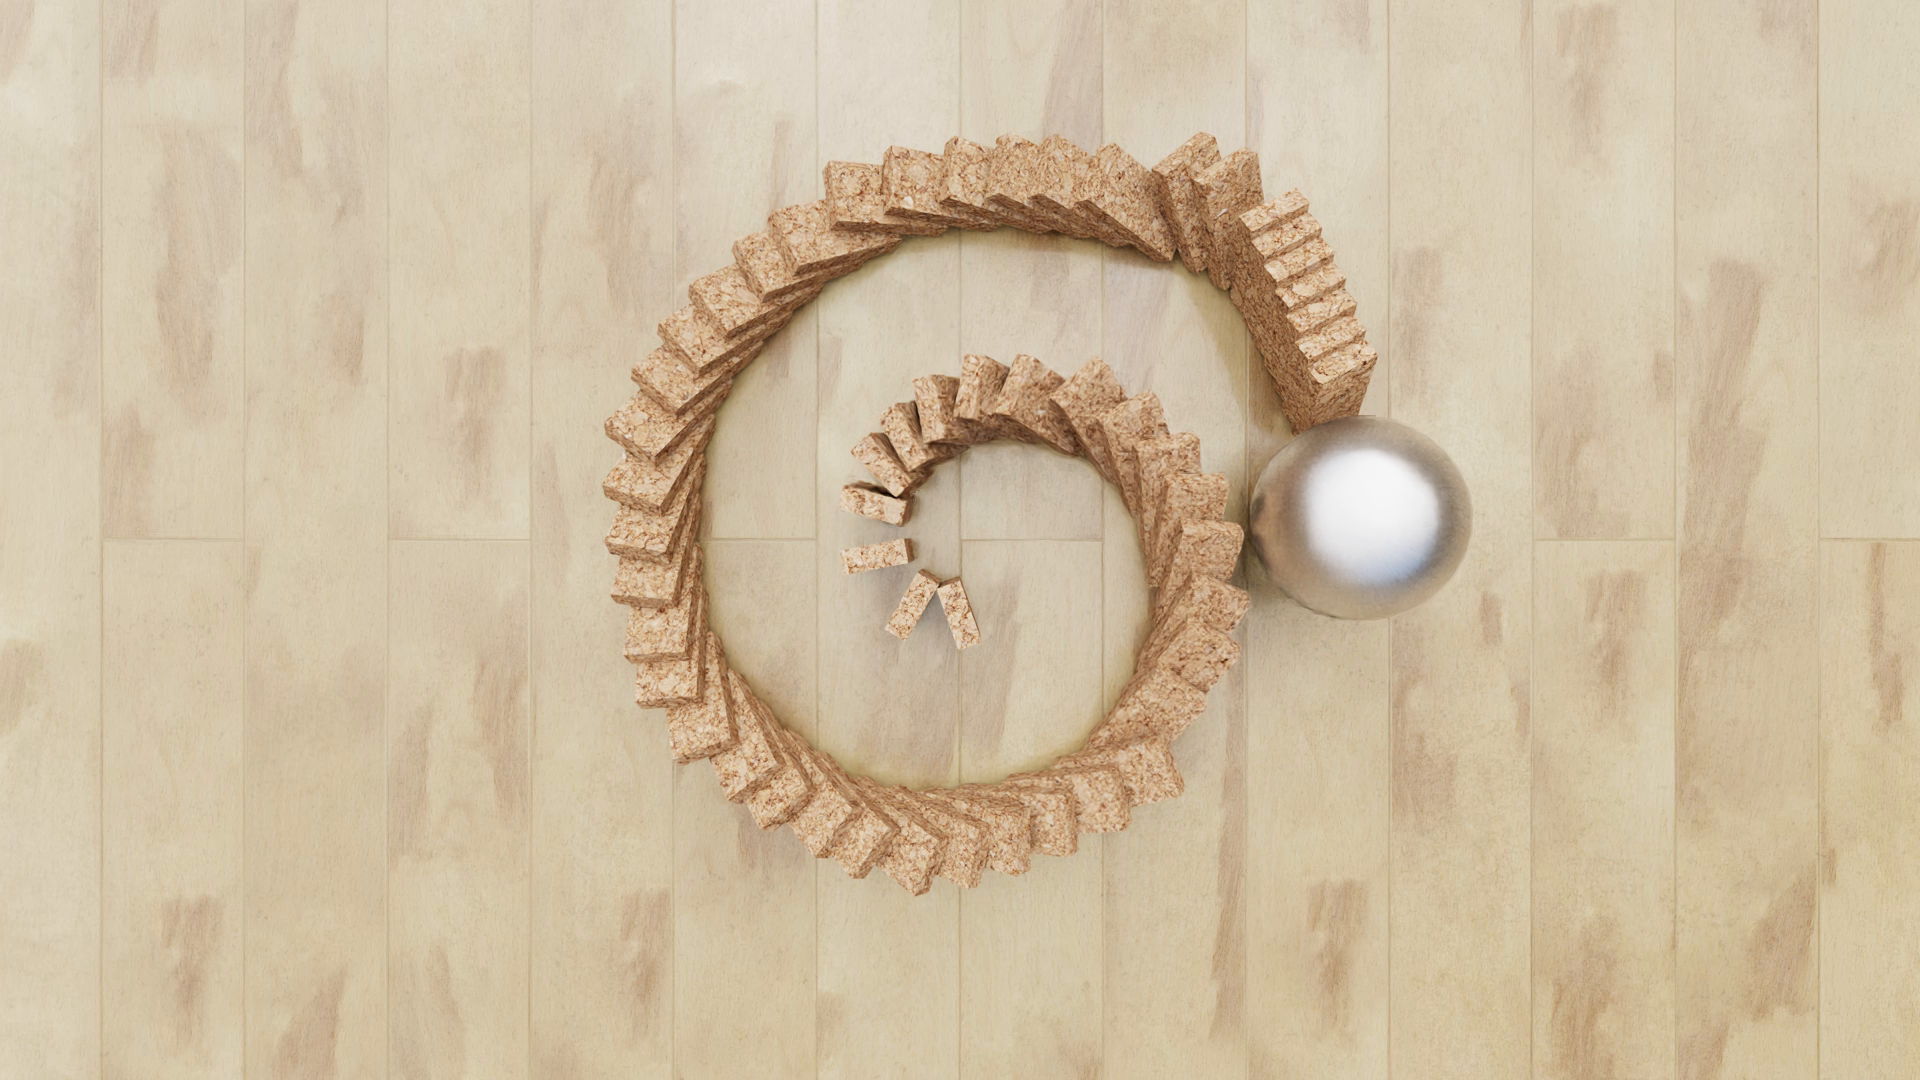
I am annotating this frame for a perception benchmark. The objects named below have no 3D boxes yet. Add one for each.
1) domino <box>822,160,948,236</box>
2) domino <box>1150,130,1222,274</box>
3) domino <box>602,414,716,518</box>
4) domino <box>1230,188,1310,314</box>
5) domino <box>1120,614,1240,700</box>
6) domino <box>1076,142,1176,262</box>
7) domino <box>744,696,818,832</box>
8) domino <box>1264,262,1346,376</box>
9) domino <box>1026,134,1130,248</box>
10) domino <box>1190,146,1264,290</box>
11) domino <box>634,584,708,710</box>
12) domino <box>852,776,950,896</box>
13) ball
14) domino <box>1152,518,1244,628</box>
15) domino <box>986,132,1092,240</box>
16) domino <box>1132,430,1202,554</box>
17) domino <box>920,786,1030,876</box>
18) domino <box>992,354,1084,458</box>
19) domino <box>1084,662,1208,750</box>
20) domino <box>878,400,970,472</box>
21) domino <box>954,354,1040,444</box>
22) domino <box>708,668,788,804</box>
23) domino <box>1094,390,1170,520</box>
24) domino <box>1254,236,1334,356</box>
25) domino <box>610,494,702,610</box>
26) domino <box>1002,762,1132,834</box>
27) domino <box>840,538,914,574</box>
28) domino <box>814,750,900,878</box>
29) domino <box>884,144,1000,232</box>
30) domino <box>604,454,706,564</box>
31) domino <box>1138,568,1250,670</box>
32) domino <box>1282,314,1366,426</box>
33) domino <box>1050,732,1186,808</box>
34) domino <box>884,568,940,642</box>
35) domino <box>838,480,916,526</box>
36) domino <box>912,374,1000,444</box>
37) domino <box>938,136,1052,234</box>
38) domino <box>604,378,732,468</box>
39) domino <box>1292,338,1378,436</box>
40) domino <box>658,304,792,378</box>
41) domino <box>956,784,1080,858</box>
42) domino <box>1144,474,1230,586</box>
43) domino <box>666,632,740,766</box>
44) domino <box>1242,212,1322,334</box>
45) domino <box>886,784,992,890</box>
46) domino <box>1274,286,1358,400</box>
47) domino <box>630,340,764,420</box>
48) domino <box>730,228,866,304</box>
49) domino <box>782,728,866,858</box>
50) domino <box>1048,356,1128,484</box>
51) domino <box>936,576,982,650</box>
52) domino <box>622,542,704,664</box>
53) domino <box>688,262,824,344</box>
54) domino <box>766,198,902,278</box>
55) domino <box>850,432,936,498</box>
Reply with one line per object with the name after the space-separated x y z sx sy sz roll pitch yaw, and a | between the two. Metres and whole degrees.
-0.031 -0.142 0.384 0.050 0.009 0.025 -6 87 -27 | domino
0.099 -0.139 0.379 0.025 0.009 0.050 -37 134 -1 | domino
-0.125 -0.035 0.382 0.025 0.009 0.050 19 58 1 | domino
0.126 -0.117 0.375 0.025 0.050 0.010 -27 63 -1 | domino
0.091 0.056 0.382 0.025 0.010 0.050 31 122 -2 | domino
0.073 -0.140 0.383 0.050 0.009 0.025 23 90 -33 | domino
-0.082 0.093 0.382 0.025 0.009 0.050 -40 57 0 | domino
0.140 -0.089 0.376 0.025 0.050 0.009 -27 63 0 | domino
0.053 -0.145 0.382 0.050 0.010 0.025 16 87 -33 | domino
0.113 -0.132 0.379 0.025 0.010 0.050 -32 133 -3 | domino
-0.120 0.044 0.384 0.025 0.009 0.050 -6 60 0 | domino
-0.029 0.122 0.381 0.050 0.009 0.025 26 96 35 | domino
0.155 -0.008 0.360 0.080 0.080 0.080 0 90 0 | ball
0.098 0.015 0.381 0.025 0.010 0.050 5 124 -3 | domino
0.036 -0.147 0.382 0.050 0.010 0.025 11 89 -33 | domino
0.087 -0.019 0.381 0.025 0.009 0.050 -13 126 -1 | domino
0.006 0.120 0.381 0.050 0.010 0.025 1 92 38 | domino
0.037 -0.055 0.379 0.010 0.050 0.025 23 90 44 | domino
0.077 0.076 0.384 0.025 0.009 0.050 35 119 0 | domino
-0.014 -0.044 0.375 0.009 0.050 0.025 -29 90 23 | domino
0.018 -0.057 0.377 0.009 0.050 0.025 11 90 37 | domino
-0.094 0.081 0.382 0.025 0.009 0.050 -38 57 1 | domino
0.076 -0.035 0.382 0.025 0.010 0.050 -26 125 0 | domino
0.136 -0.098 0.376 0.025 0.050 0.009 -27 63 0 | domino
-0.126 0.003 0.384 0.025 0.009 0.050 5 61 0 | domino
0.044 0.110 0.384 0.050 0.009 0.025 -15 90 29 | domino
-0.033 0.006 0.375 0.025 0.050 0.009 -11 90 0 | domino
-0.050 0.114 0.382 0.050 0.009 0.025 36 90 34 | domino
-0.007 -0.147 0.384 0.050 0.010 0.025 0 89 -27 | domino
-0.126 -0.015 0.382 0.025 0.009 0.050 10 57 1 | domino
0.097 0.038 0.383 0.025 0.010 0.050 23 122 -1 | domino
0.148 -0.069 0.376 0.025 0.050 0.010 -27 63 0 | domino
0.065 0.099 0.383 0.050 0.010 0.025 -22 93 29 | domino
-0.019 0.026 0.375 0.010 0.050 0.025 30 90 0 | domino
-0.033 -0.016 0.375 0.025 0.050 0.010 14 96 0 | domino
-0.001 -0.053 0.376 0.010 0.050 0.025 -11 90 28 | domino
0.016 -0.148 0.385 0.050 0.010 0.025 7 90 -26 | domino
-0.121 -0.056 0.382 0.025 0.009 0.050 33 59 3 | domino
0.153 -0.059 0.376 0.025 0.050 0.010 -27 63 0 | domino
-0.098 -0.091 0.383 0.025 0.010 0.050 48 60 1 | domino
0.024 0.117 0.384 0.050 0.009 0.025 -6 90 29 | domino
0.094 -0.003 0.381 0.025 0.009 0.050 -1 125 -5 | domino
-0.109 0.066 0.383 0.025 0.009 0.050 -20 59 1 | domino
0.131 -0.108 0.376 0.025 0.050 0.010 -27 63 0 | domino
-0.012 0.122 0.381 0.050 0.009 0.025 12 94 37 | domino
0.145 -0.079 0.376 0.025 0.050 0.009 -27 63 0 | domino
-0.109 -0.075 0.383 0.025 0.009 0.050 42 60 0 | domino
-0.067 -0.120 0.384 0.050 0.010 0.025 -29 90 -29 | domino
-0.064 0.105 0.382 0.050 0.010 0.025 39 92 34 | domino
0.060 -0.049 0.381 0.025 0.010 0.050 -41 128 0 | domino
0.000 0.029 0.375 0.009 0.050 0.025 -20 90 0 | domino
-0.123 0.026 0.383 0.025 0.010 0.050 -3 60 2 | domino
-0.085 -0.104 0.383 0.050 0.009 0.025 -37 87 -30 | domino
-0.052 -0.129 0.382 0.050 0.009 0.025 -25 88 -29 | domino
-0.026 -0.032 0.375 0.009 0.050 0.025 -44 90 12 | domino
